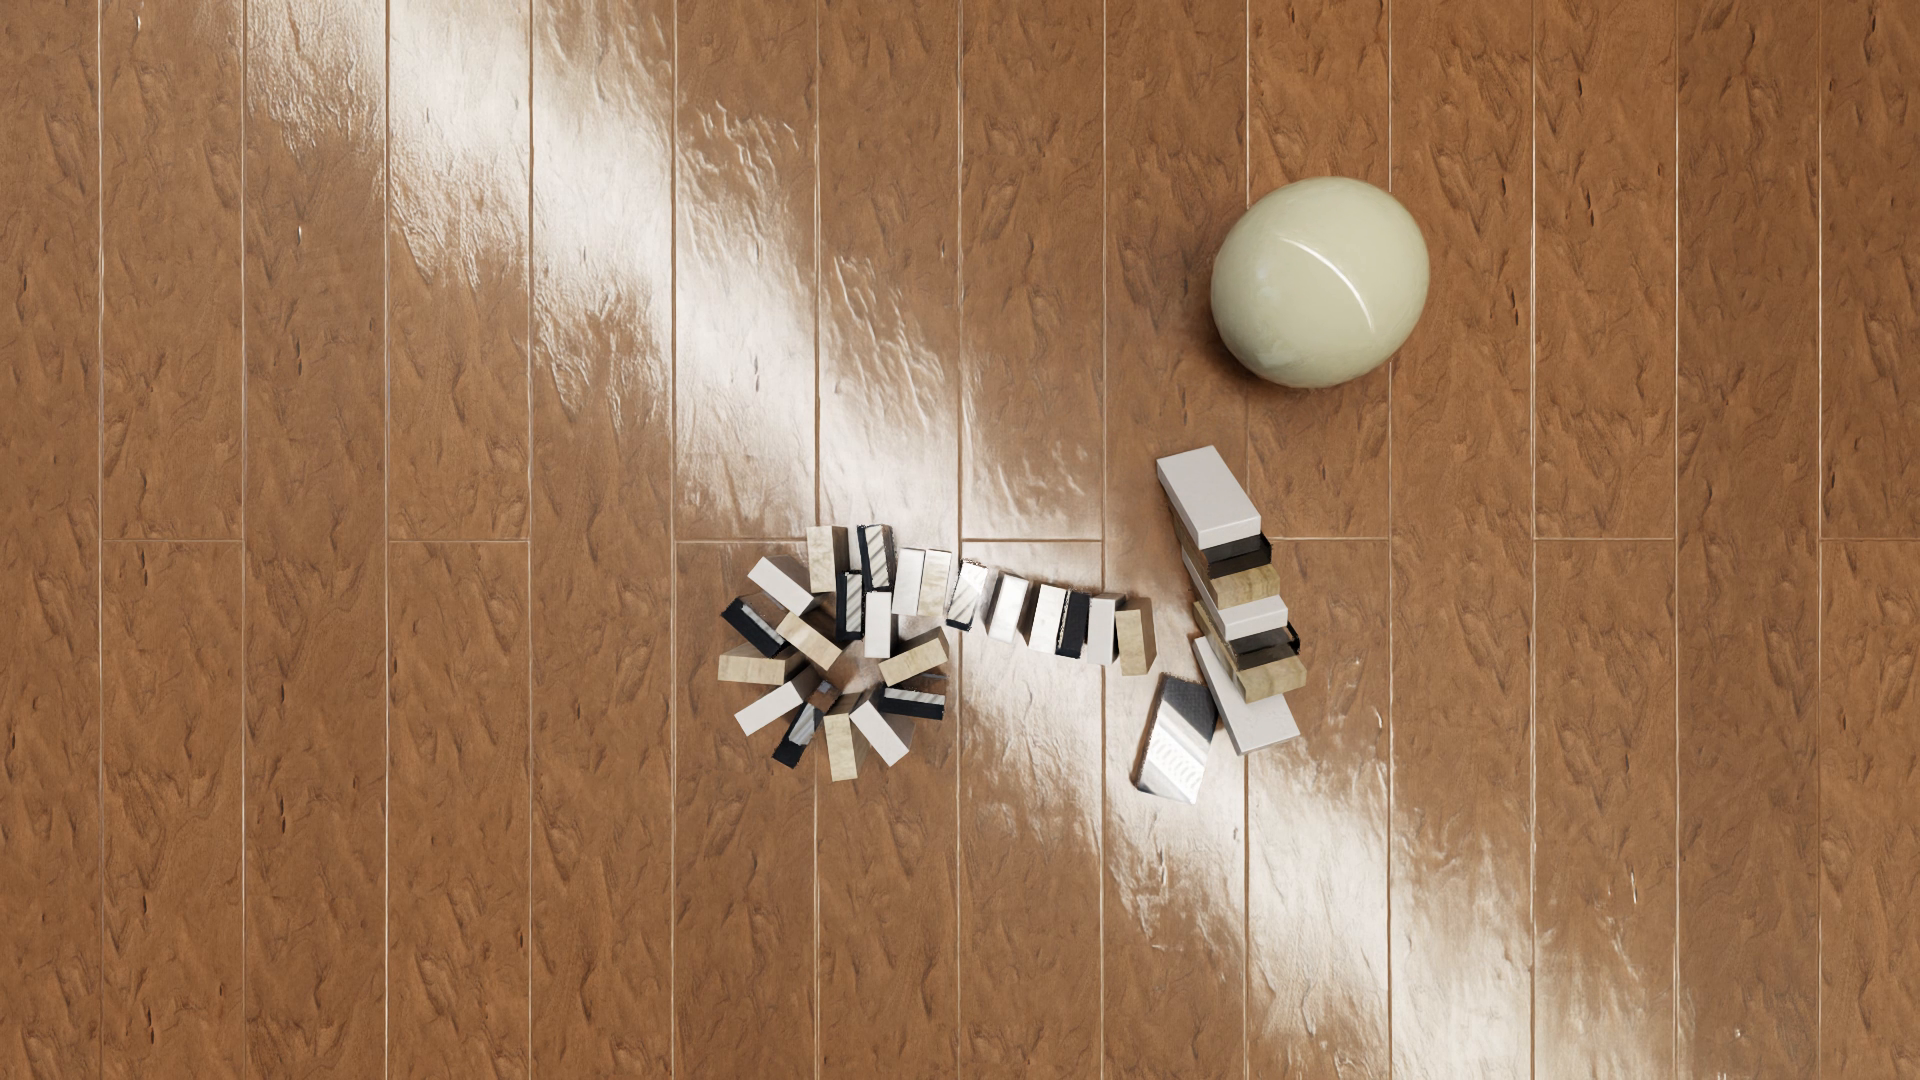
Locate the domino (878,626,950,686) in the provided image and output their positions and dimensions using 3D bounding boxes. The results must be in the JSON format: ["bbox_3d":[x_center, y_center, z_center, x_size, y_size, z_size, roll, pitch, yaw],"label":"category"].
[{"bbox_3d":[-0.018,0.047,0.375,0.025,0.050,0.009,-24,90,0],"label":"domino"}]

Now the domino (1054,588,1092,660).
[{"bbox_3d":[0.047,0.033,0.375,0.010,0.050,0.025,10,90,9],"label":"domino"}]

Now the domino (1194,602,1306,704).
[{"bbox_3d":[0.118,0.042,0.378,0.025,0.050,0.009,-17,131,-2],"label":"domino"}]

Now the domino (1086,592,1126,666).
[{"bbox_3d":[0.060,0.035,0.375,0.009,0.050,0.025,3,90,15],"label":"domino"}]

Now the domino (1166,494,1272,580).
[{"bbox_3d":[0.106,-0.007,0.378,0.025,0.050,0.009,-15,131,0],"label":"domino"}]

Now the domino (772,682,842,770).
[{"bbox_3d":[-0.062,0.074,0.375,0.010,0.050,0.025,30,90,0],"label":"domino"}]

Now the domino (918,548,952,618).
[{"bbox_3d":[-0.010,0.017,0.375,0.009,0.050,0.025,8,90,0],"label":"domino"}]

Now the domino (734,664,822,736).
[{"bbox_3d":[-0.073,0.064,0.375,0.025,0.050,0.009,-31,90,0],"label":"domino"}]

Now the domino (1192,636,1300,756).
[{"bbox_3d":[0.119,0.062,0.385,0.025,0.010,0.050,-16,65,-2],"label":"domino"}]

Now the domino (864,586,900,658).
[{"bbox_3d":[-0.031,0.032,0.375,0.010,0.050,0.025,2,90,0],"label":"domino"}]

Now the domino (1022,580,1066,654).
[{"bbox_3d":[0.034,0.030,0.375,0.009,0.050,0.025,12,90,1],"label":"domino"}]

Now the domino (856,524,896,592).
[{"bbox_3d":[-0.033,0.007,0.375,0.010,0.050,0.025,-8,90,0],"label":"domino"}]

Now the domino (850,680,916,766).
[{"bbox_3d":[-0.031,0.074,0.375,0.009,0.050,0.025,-39,90,0],"label":"domino"}]

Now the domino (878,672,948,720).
[{"bbox_3d":[-0.019,0.063,0.375,0.025,0.050,0.009,8,90,0],"label":"domino"}]

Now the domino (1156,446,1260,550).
[{"bbox_3d":[0.102,-0.018,0.378,0.025,0.050,0.009,-15,131,0],"label":"domino"}]

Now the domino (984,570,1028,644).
[{"bbox_3d":[0.018,0.026,0.375,0.009,0.050,0.025,15,90,0],"label":"domino"}]

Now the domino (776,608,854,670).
[{"bbox_3d":[-0.058,0.039,0.375,0.025,0.050,0.010,38,90,0],"label":"domino"}]

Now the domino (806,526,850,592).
[{"bbox_3d":[-0.053,0.007,0.375,0.009,0.050,0.025,-4,90,0],"label":"domino"}]

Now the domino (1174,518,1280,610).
[{"bbox_3d":[0.109,0.005,0.378,0.025,0.050,0.010,-15,131,0],"label":"domino"}]

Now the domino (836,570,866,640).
[{"bbox_3d":[-0.043,0.026,0.375,0.010,0.050,0.025,1,90,0],"label":"domino"}]

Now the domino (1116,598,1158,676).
[{"bbox_3d":[0.073,0.039,0.375,0.010,0.050,0.025,-6,90,17],"label":"domino"}]

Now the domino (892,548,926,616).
[{"bbox_3d":[-0.020,0.016,0.375,0.010,0.050,0.025,8,90,0],"label":"domino"}]

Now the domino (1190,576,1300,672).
[{"bbox_3d":[0.116,0.029,0.378,0.025,0.050,0.010,-16,131,-1],"label":"domino"}]

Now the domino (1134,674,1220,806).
[{"bbox_3d":[0.094,0.086,0.395,0.025,0.009,0.050,15,90,0],"label":"domino"}]

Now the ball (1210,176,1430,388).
[{"bbox_3d":[0.140,-0.100,0.360,0.080,0.080,0.080,0,90,0],"label":"ball"}]

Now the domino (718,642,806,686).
[{"bbox_3d":[-0.080,0.050,0.375,0.025,0.050,0.010,5,90,0],"label":"domino"}]

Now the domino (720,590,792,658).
[{"bbox_3d":[-0.079,0.034,0.375,0.025,0.050,0.010,43,90,0],"label":"domino"}]

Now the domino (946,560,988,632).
[{"bbox_3d":[0.003,0.022,0.375,0.009,0.050,0.025,16,90,0],"label":"domino"}]

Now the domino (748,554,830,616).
[{"bbox_3d":[-0.069,0.018,0.375,0.025,0.050,0.010,39,90,0],"label":"domino"}]

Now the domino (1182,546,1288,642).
[{"bbox_3d":[0.112,0.018,0.378,0.025,0.050,0.010,-15,131,1],"label":"domino"}]

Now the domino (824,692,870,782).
[{"bbox_3d":[-0.046,0.079,0.375,0.009,0.050,0.025,-8,90,0],"label":"domino"}]
